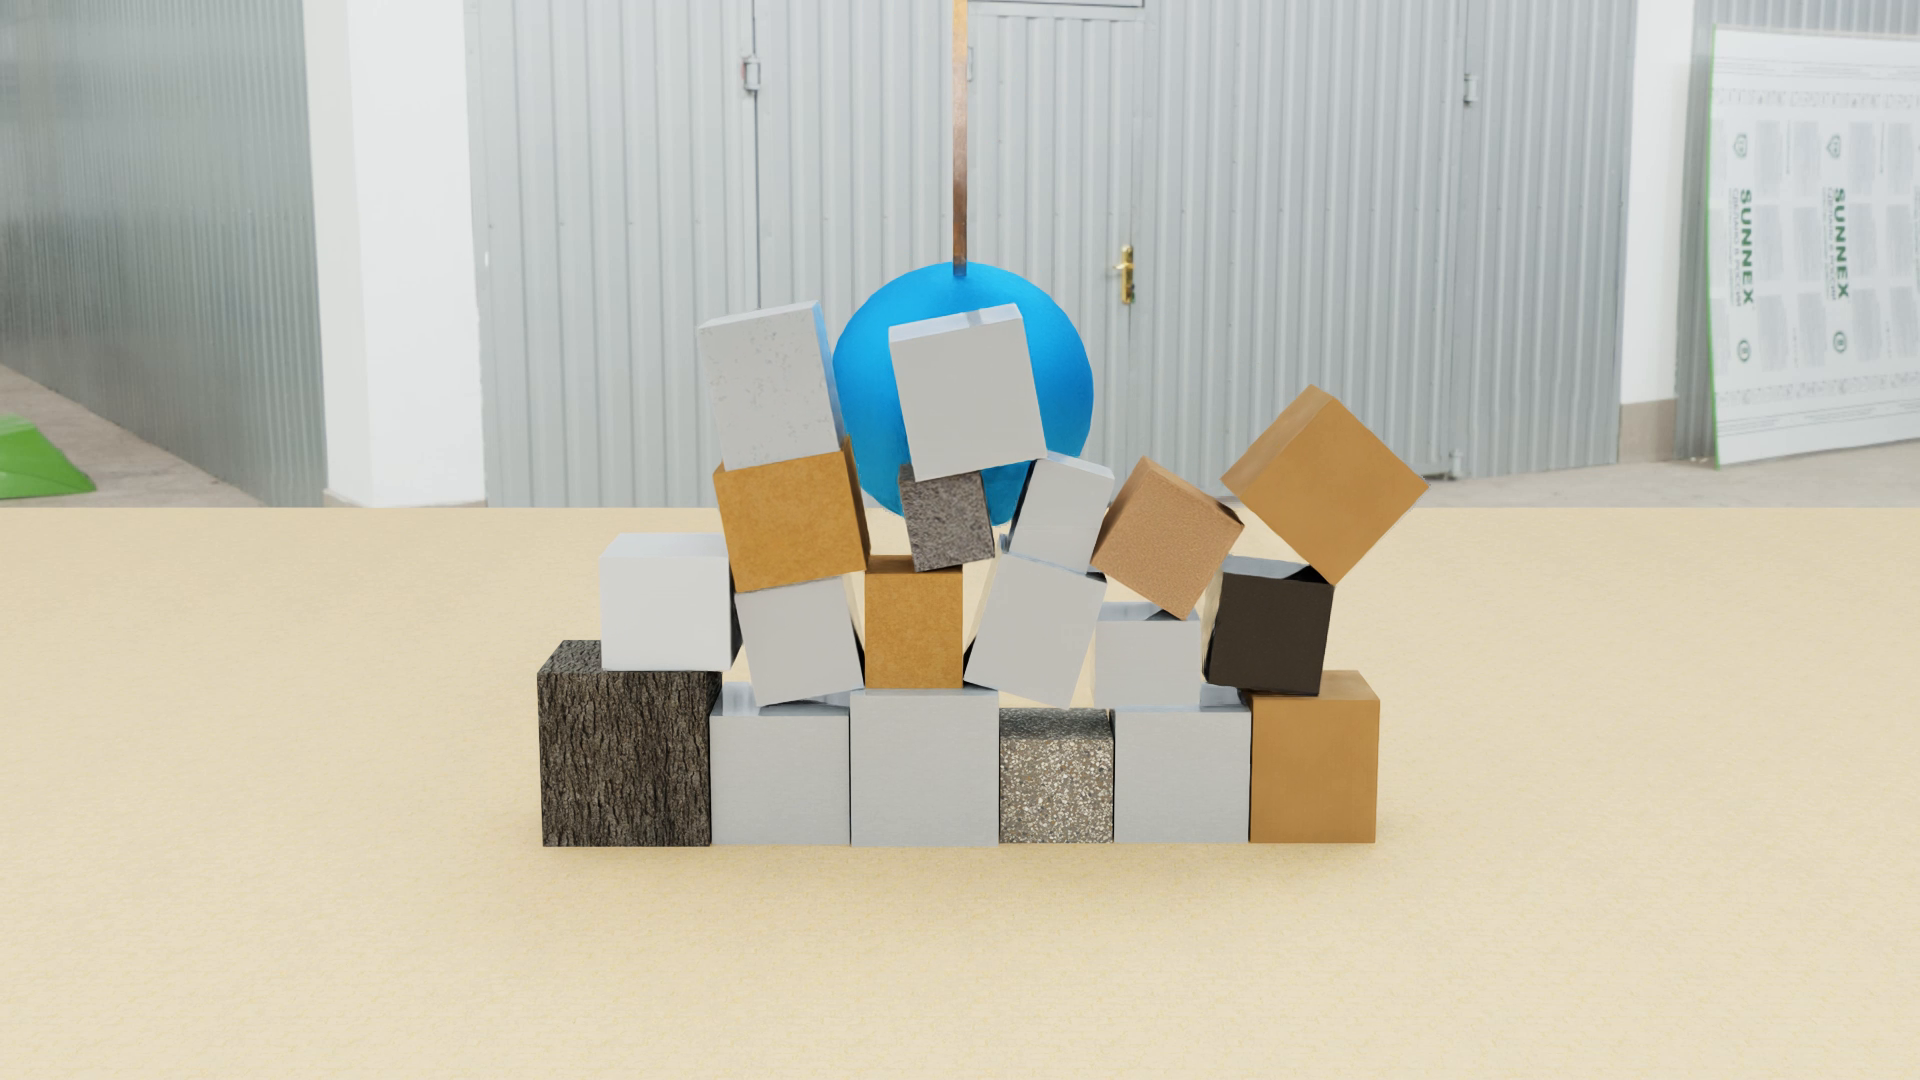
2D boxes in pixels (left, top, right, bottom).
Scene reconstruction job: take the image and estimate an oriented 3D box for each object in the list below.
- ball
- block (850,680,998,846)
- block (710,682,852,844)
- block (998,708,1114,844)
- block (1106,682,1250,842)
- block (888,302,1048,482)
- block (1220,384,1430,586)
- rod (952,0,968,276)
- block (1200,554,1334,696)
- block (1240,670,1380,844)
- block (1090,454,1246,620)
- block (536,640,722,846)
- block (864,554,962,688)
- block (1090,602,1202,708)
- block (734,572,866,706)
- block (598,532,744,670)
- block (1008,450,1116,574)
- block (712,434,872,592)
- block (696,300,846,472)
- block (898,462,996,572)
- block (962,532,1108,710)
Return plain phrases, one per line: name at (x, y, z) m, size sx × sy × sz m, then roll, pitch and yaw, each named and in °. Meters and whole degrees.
ball at (0.000, -0.854, 13.133) m, size 1.600 × 1.600 × 1.600 m, roll 0°, pitch 10°, yaw 0°
block at (-0.176, 1.089, 11.389) m, size 0.740 × 0.783 × 0.789 m, roll 0°, pitch 10°, yaw 0°
block at (-0.904, 1.145, 11.396) m, size 0.696 × 0.669 × 0.716 m, roll 0°, pitch 10°, yaw 0°
block at (0.487, 1.211, 11.393) m, size 0.567 × 0.540 × 0.642 m, roll 0°, pitch 10°, yaw 0°
block at (1.119, 1.141, 11.388) m, size 0.677 × 0.680 × 0.644 m, roll 0°, pitch 10°, yaw 0°
block at (0.032, -0.751, 11.036) m, size 0.661 × 0.698 × 0.658 m, roll -11°, pitch 13°, yaw 1°
block at (1.826, -0.286, 11.100) m, size 0.665 × 0.677 × 0.589 m, roll 42°, pitch 6°, yaw -9°
rod at (0.000, -3.783, 11.406) m, size 0.080 × 5.200 × 0.080 m, roll 0°, pitch 31°, yaw 0°
block at (1.556, 0.427, 11.259) m, size 0.562 × 0.576 × 0.528 m, roll 7°, pitch 10°, yaw -1°
block at (1.784, 1.110, 11.372) m, size 0.633 × 0.746 × 0.637 m, roll 0°, pitch 10°, yaw 0°
block at (1.032, -0.016, 11.164) m, size 0.555 × 0.564 × 0.489 m, roll 31°, pitch 9°, yaw -5°
block at (-1.681, 1.037, 11.355) m, size 0.839 × 0.898 × 0.742 m, roll 0°, pitch 10°, yaw 0°
block at (-0.232, 0.412, 11.275) m, size 0.492 × 0.589 × 0.516 m, roll 0°, pitch 10°, yaw 0°
block at (0.944, 0.586, 11.275) m, size 0.529 × 0.453 × 0.472 m, roll 0°, pitch 10°, yaw 0°
block at (-0.805, 0.456, 11.253) m, size 0.550 × 0.596 × 0.515 m, roll -10°, pitch 10°, yaw 2°
block at (-1.464, 0.307, 11.251) m, size 0.640 × 0.575 × 0.686 m, roll 0°, pitch 10°, yaw 0°
block at (0.508, -0.155, 11.152) m, size 0.404 × 0.501 × 0.410 m, roll 16°, pitch 10°, yaw -3°
block at (-0.841, -0.142, 11.166) m, size 0.657 × 0.605 × 0.622 m, roll -10°, pitch 10°, yaw 2°
block at (-0.937, -0.787, 11.061) m, size 0.573 × 0.714 × 0.611 m, roll -10°, pitch 10°, yaw 2°
block at (-0.067, -0.150, 11.159) m, size 0.407 × 0.472 × 0.450 m, roll -10°, pitch 13°, yaw 2°
block at (0.377, 0.410, 11.264) m, size 0.552 × 0.677 × 0.585 m, roll 16°, pitch 10°, yaw -3°
